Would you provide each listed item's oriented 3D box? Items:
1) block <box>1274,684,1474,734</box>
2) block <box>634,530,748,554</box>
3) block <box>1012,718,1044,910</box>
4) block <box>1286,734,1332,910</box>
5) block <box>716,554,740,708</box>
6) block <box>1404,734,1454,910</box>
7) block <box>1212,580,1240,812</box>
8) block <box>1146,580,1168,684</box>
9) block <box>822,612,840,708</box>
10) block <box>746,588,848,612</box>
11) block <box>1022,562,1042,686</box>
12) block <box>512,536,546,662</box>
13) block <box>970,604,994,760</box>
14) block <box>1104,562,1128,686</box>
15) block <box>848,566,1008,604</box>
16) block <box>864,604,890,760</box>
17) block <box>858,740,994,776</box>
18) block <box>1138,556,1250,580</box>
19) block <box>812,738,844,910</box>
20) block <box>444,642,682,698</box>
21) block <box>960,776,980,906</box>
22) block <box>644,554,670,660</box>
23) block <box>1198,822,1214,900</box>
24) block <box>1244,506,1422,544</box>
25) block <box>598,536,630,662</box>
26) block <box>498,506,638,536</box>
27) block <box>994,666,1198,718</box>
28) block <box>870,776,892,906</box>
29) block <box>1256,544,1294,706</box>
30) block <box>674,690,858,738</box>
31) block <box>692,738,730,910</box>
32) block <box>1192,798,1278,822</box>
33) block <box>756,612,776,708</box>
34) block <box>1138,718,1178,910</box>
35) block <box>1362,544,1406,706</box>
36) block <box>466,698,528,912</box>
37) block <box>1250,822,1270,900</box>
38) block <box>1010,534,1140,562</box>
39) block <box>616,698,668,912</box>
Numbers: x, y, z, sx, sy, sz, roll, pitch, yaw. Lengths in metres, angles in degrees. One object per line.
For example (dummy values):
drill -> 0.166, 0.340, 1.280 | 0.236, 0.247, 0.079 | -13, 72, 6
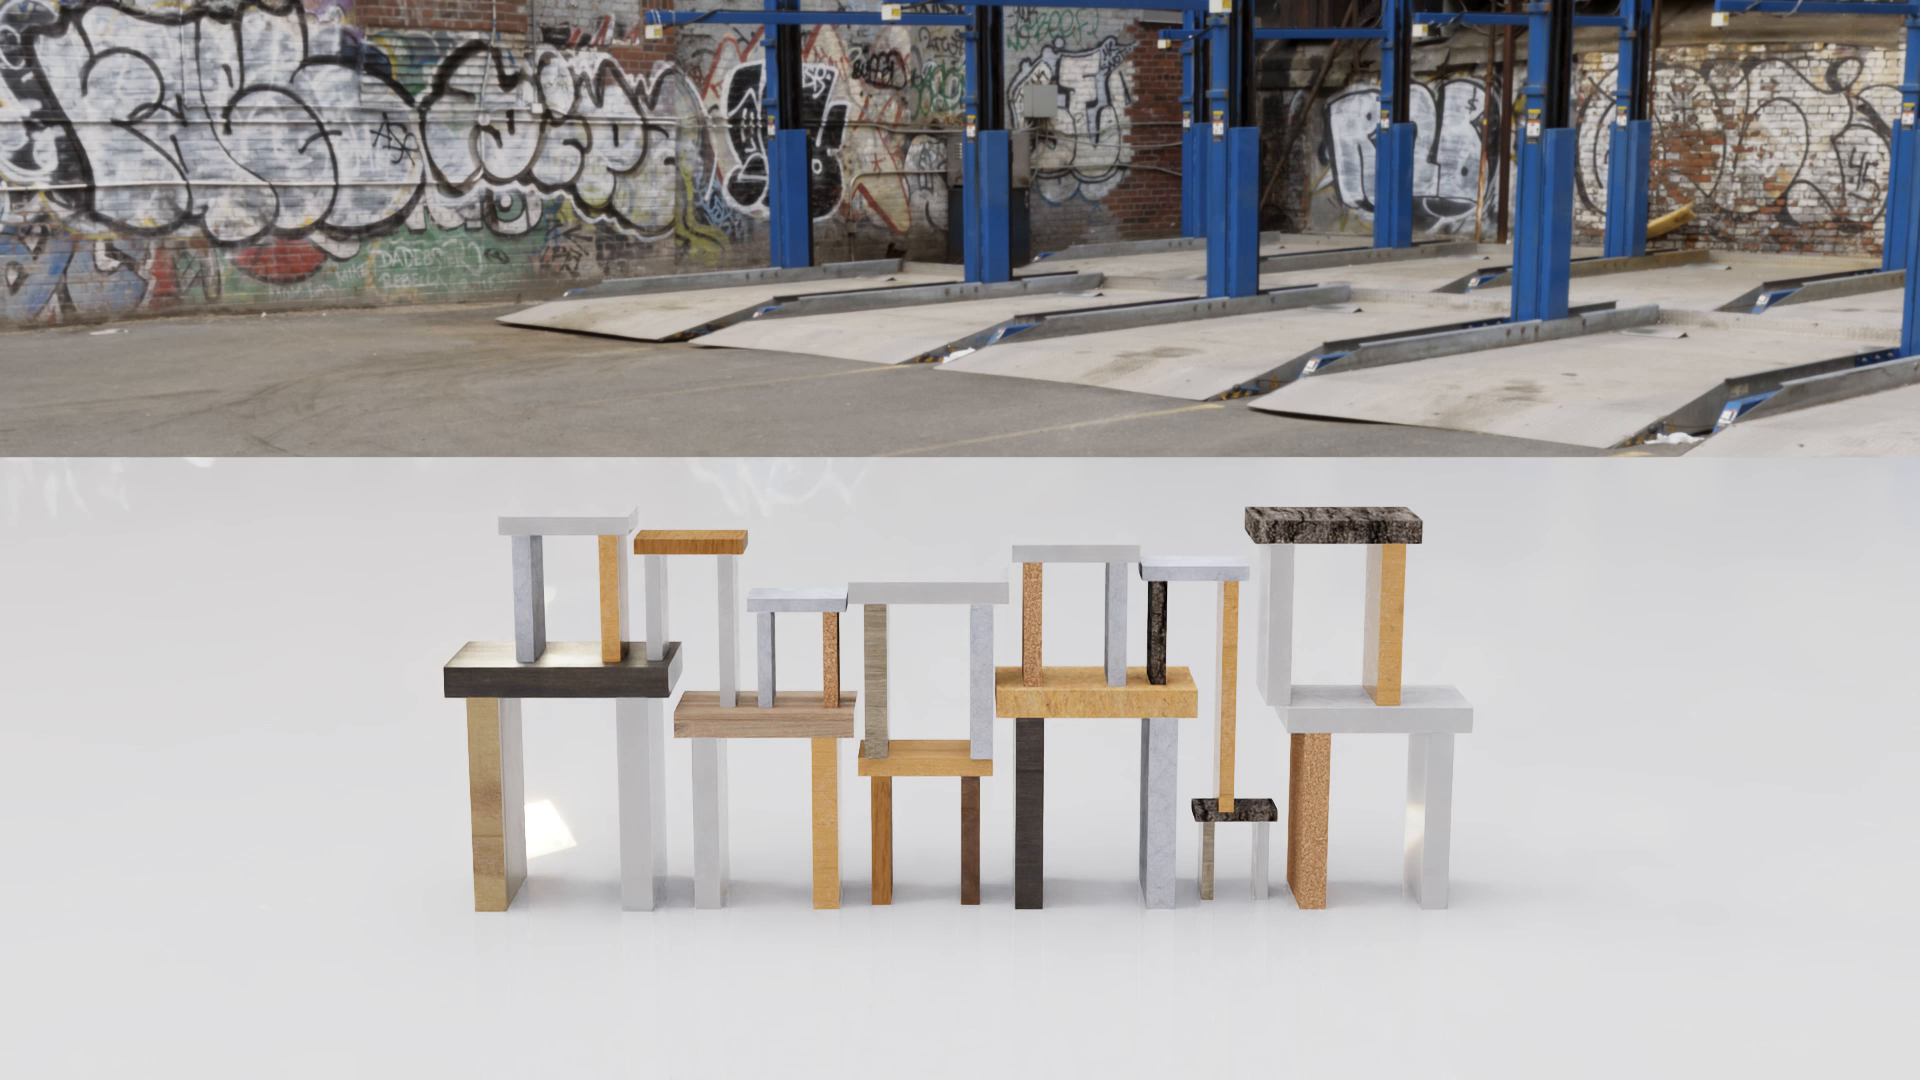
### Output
block -> 0.676, 0.277, 3.609 | 0.298, 0.042, 0.149 | 0, 11, 0
block -> -0.435, 0.003, 3.560 | 0.175, 0.025, 0.087 | 0, 11, 0
block -> 0.113, 0.430, 3.644 | 0.046, 0.323, 0.162 | 0, 11, 0
block -> 0.577, 0.444, 3.640 | 0.042, 0.298, 0.149 | 0, 11, 0
block -> -0.377, 0.140, 3.586 | 0.025, 0.254, 0.087 | 0, 11, 0
block -> 0.775, 0.444, 3.640 | 0.042, 0.298, 0.149 | 0, 11, 0
block -> 0.436, 0.248, 3.607 | 0.024, 0.387, 0.086 | 0, 11, 0
block -> 0.321, 0.142, 3.588 | 0.024, 0.172, 0.086 | 0, 11, 0
block -> -0.210, 0.187, 3.590 | 0.023, 0.159, 0.080 | 0, 11, 0
block -> -0.263, 0.098, 3.574 | 0.159, 0.023, 0.080 | 0, 11, 0
block -> 0.117, 0.127, 3.580 | 0.029, 0.204, 0.102 | 0, 11, 0
block -> -0.700, 0.085, 3.574 | 0.029, 0.208, 0.104 | 0, 11, 0
block -> 0.035, 0.217, 3.600 | 0.036, 0.257, 0.128 | 0, 11, 0
block -> 0.254, 0.127, 3.580 | 0.029, 0.204, 0.102 | 0, 11, 0
block -> -0.050, 0.073, 3.574 | 0.257, 0.036, 0.128 | 0, 11, 0
block -> -0.136, 0.217, 3.601 | 0.036, 0.256, 0.128 | 0, 11, 0
block -> -0.056, 0.359, 3.626 | 0.220, 0.031, 0.110 | 0, 11, 0
block -> 0.379, 0.046, 3.570 | 0.172, 0.024, 0.086 | 0, 11, 0
block -> -0.219, 0.448, 3.639 | 0.041, 0.290, 0.145 | 0, 11, 0
block -> -0.645, 0.211, 3.602 | 0.359, 0.051, 0.180 | 0, 11, 0
block -> 0.017, 0.482, 3.649 | 0.031, 0.220, 0.110 | 0, 11, 0
block -> -0.493, 0.101, 3.579 | 0.025, 0.175, 0.087 | 0, 11, 0
block -> 0.409, 0.523, 3.659 | 0.019, 0.135, 0.068 | 0, 11, 0
block -> 0.602, -0.024, 3.557 | 0.266, 0.038, 0.133 | 0, 11, 0
block -> -0.562, 0.085, 3.574 | 0.029, 0.208, 0.104 | 0, 11, 0
block -> -0.631, -0.032, 3.552 | 0.208, 0.029, 0.104 | 0, 11, 0
block -> 0.220, 0.249, 3.610 | 0.323, 0.046, 0.162 | 0, 11, 0
block -> -0.129, 0.482, 3.649 | 0.031, 0.220, 0.110 | 0, 11, 0
block -> 0.513, 0.125, 3.585 | 0.038, 0.266, 0.133 | 0, 11, 0
block -> -0.316, 0.285, 3.609 | 0.290, 0.041, 0.145 | 0, 11, 0
block -> -0.412, 0.448, 3.639 | 0.041, 0.290, 0.145 | 0, 11, 0
block -> 0.454, 0.447, 3.645 | 0.135, 0.019, 0.068 | 0, 11, 0
block -> -0.316, 0.187, 3.590 | 0.023, 0.159, 0.080 | 0, 11, 0
block -> 0.328, 0.430, 3.644 | 0.046, 0.323, 0.162 | 0, 11, 0
block -> 0.691, 0.125, 3.585 | 0.038, 0.266, 0.133 | 0, 11, 0
block -> -0.765, 0.413, 3.639 | 0.051, 0.359, 0.180 | 0, 11, 0
block -> 0.499, 0.523, 3.659 | 0.019, 0.135, 0.068 | 0, 11, 0
block -> 0.185, 0.013, 3.559 | 0.204, 0.029, 0.102 | 0, 11, 0
block -> -0.525, 0.413, 3.639 | 0.051, 0.359, 0.180 | 0, 11, 0
